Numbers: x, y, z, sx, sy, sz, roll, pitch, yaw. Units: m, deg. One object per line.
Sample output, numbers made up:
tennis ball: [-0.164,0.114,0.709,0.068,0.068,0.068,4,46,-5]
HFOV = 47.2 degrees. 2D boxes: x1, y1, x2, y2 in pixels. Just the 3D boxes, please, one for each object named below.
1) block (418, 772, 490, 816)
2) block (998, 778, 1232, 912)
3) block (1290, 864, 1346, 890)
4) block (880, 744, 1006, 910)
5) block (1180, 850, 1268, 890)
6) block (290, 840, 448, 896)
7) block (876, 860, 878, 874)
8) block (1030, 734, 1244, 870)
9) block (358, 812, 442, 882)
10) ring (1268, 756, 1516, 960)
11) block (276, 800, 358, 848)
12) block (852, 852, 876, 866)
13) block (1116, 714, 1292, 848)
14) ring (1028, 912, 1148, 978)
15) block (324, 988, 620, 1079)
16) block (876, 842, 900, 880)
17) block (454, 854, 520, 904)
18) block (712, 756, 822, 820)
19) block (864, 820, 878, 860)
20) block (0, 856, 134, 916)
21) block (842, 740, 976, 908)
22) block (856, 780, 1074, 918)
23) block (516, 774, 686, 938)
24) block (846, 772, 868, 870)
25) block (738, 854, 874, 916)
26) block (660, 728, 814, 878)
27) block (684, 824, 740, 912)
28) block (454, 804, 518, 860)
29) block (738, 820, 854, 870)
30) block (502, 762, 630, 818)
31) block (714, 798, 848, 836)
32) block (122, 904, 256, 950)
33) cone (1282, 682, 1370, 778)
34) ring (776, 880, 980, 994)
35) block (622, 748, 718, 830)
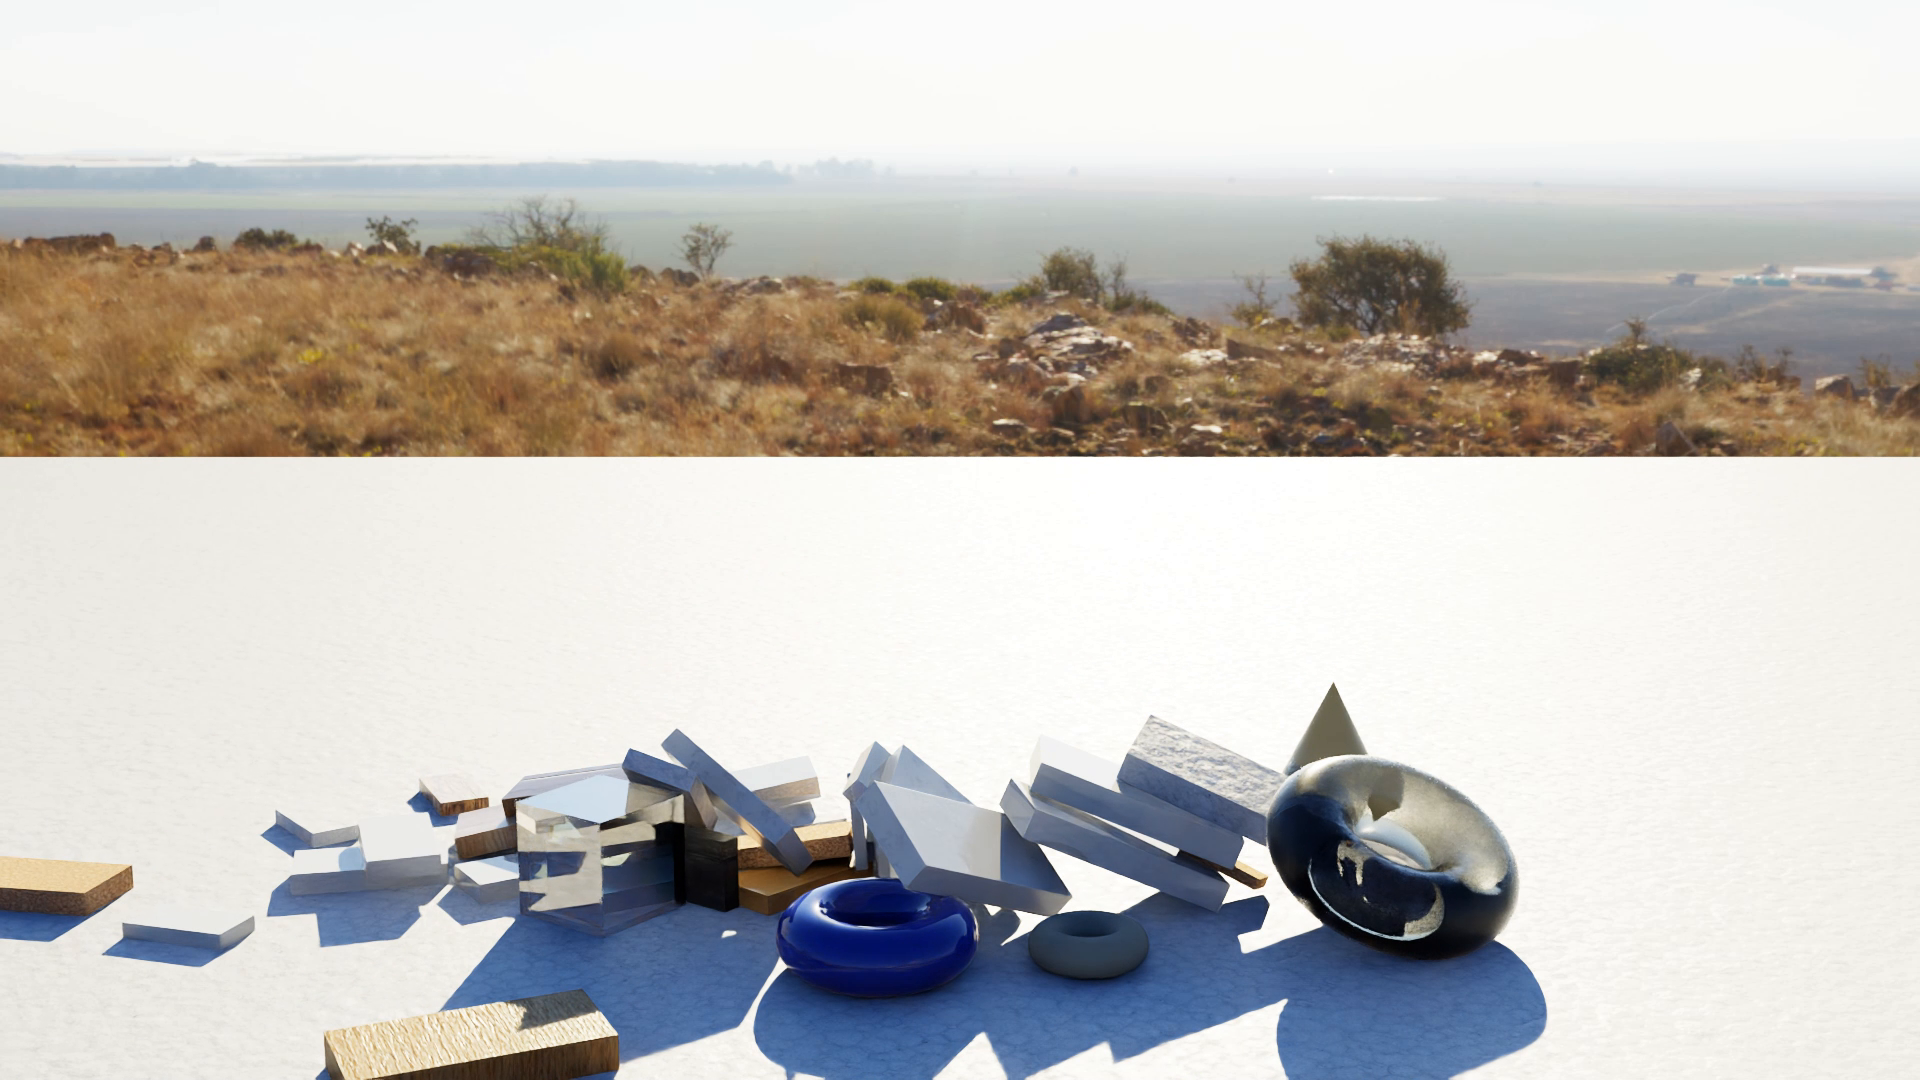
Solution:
block: [-0.962,0.482,4.180,0.090,0.026,0.180,-5,12,-26]
block: [0.252,0.501,3.617,0.359,0.051,0.180,23,5,-15]
block: [0.641,0.566,3.743,0.142,0.020,0.071,-5,12,-27]
block: [-0.011,0.472,3.618,0.285,0.040,0.143,41,22,-10]
block: [0.441,0.540,3.674,0.142,0.020,0.071,26,5,21]
block: [-1.003,0.557,3.746,0.255,0.036,0.127,-2,11,-13]
block: [-0.137,0.507,3.765,0.017,0.121,0.060,-2,4,-5]
block: [0.292,0.436,3.682,0.359,0.051,0.180,22,10,-2]
block: [-0.957,0.521,3.749,0.120,0.034,0.240,-3,11,-18]
ring: [0.687,0.499,3.493,0.414,0.138,0.414,12,31,-7]
block: [-1.167,0.516,3.999,0.090,0.026,0.180,-8,13,-37]
block: [-0.152,0.552,3.834,0.106,0.015,0.053,-8,13,-38]
block: [0.530,0.454,3.694,0.521,0.051,0.180,24,23,10]
ring: [0.196,0.617,3.358,0.185,0.062,0.185,-1,9,0]
block: [-0.662,0.692,2.980,0.359,0.051,0.180,-5,12,-25]
block: [-0.112,0.510,3.691,0.021,0.149,0.074,0,9,27]
block: [-0.669,0.556,3.759,0.361,0.034,0.120,-7,12,-32]
block: [-0.477,0.474,3.980,0.438,0.040,0.141,-12,12,-8]
block: [-0.154,0.512,3.772,0.017,0.060,0.121,-2,-2,-5]
block: [-1.541,0.573,3.652,0.282,0.040,0.141,2,11,10]
block: [-0.063,0.469,3.640,0.285,0.040,0.143,43,22,-7]
block: [0.010,0.491,3.470,0.359,0.051,0.180,21,26,-46]
block: [-0.583,0.511,3.578,0.189,0.189,0.189,8,13,35]
block: [-0.172,0.471,3.686,0.021,0.149,0.074,-5,30,-4]
block: [-0.273,0.569,3.687,0.120,0.034,0.239,10,14,42]
block: [-0.371,0.436,3.656,0.285,0.143,0.040,36,73,28]
block: [-0.469,0.532,3.652,0.239,0.120,0.034,8,13,36]
block: [-0.752,0.496,3.918,0.282,0.040,0.141,-13,12,-6]
block: [-0.334,0.528,3.751,0.303,0.036,0.127,-8,3,2]
block: [-0.681,0.442,3.921,0.240,0.034,0.120,-9,13,12]
block: [-0.336,0.514,3.916,0.255,0.036,0.127,-8,12,-12]
block: [-1.221,0.612,3.481,0.180,0.025,0.090,3,11,17]
cone: [0.711,0.377,4.204,0.222,0.222,0.222,0,11,0]
ring: [-0.125,0.600,3.339,0.309,0.103,0.309,0,12,0]
block: [-0.487,0.428,3.710,0.120,0.034,0.325,19,-19,7]
